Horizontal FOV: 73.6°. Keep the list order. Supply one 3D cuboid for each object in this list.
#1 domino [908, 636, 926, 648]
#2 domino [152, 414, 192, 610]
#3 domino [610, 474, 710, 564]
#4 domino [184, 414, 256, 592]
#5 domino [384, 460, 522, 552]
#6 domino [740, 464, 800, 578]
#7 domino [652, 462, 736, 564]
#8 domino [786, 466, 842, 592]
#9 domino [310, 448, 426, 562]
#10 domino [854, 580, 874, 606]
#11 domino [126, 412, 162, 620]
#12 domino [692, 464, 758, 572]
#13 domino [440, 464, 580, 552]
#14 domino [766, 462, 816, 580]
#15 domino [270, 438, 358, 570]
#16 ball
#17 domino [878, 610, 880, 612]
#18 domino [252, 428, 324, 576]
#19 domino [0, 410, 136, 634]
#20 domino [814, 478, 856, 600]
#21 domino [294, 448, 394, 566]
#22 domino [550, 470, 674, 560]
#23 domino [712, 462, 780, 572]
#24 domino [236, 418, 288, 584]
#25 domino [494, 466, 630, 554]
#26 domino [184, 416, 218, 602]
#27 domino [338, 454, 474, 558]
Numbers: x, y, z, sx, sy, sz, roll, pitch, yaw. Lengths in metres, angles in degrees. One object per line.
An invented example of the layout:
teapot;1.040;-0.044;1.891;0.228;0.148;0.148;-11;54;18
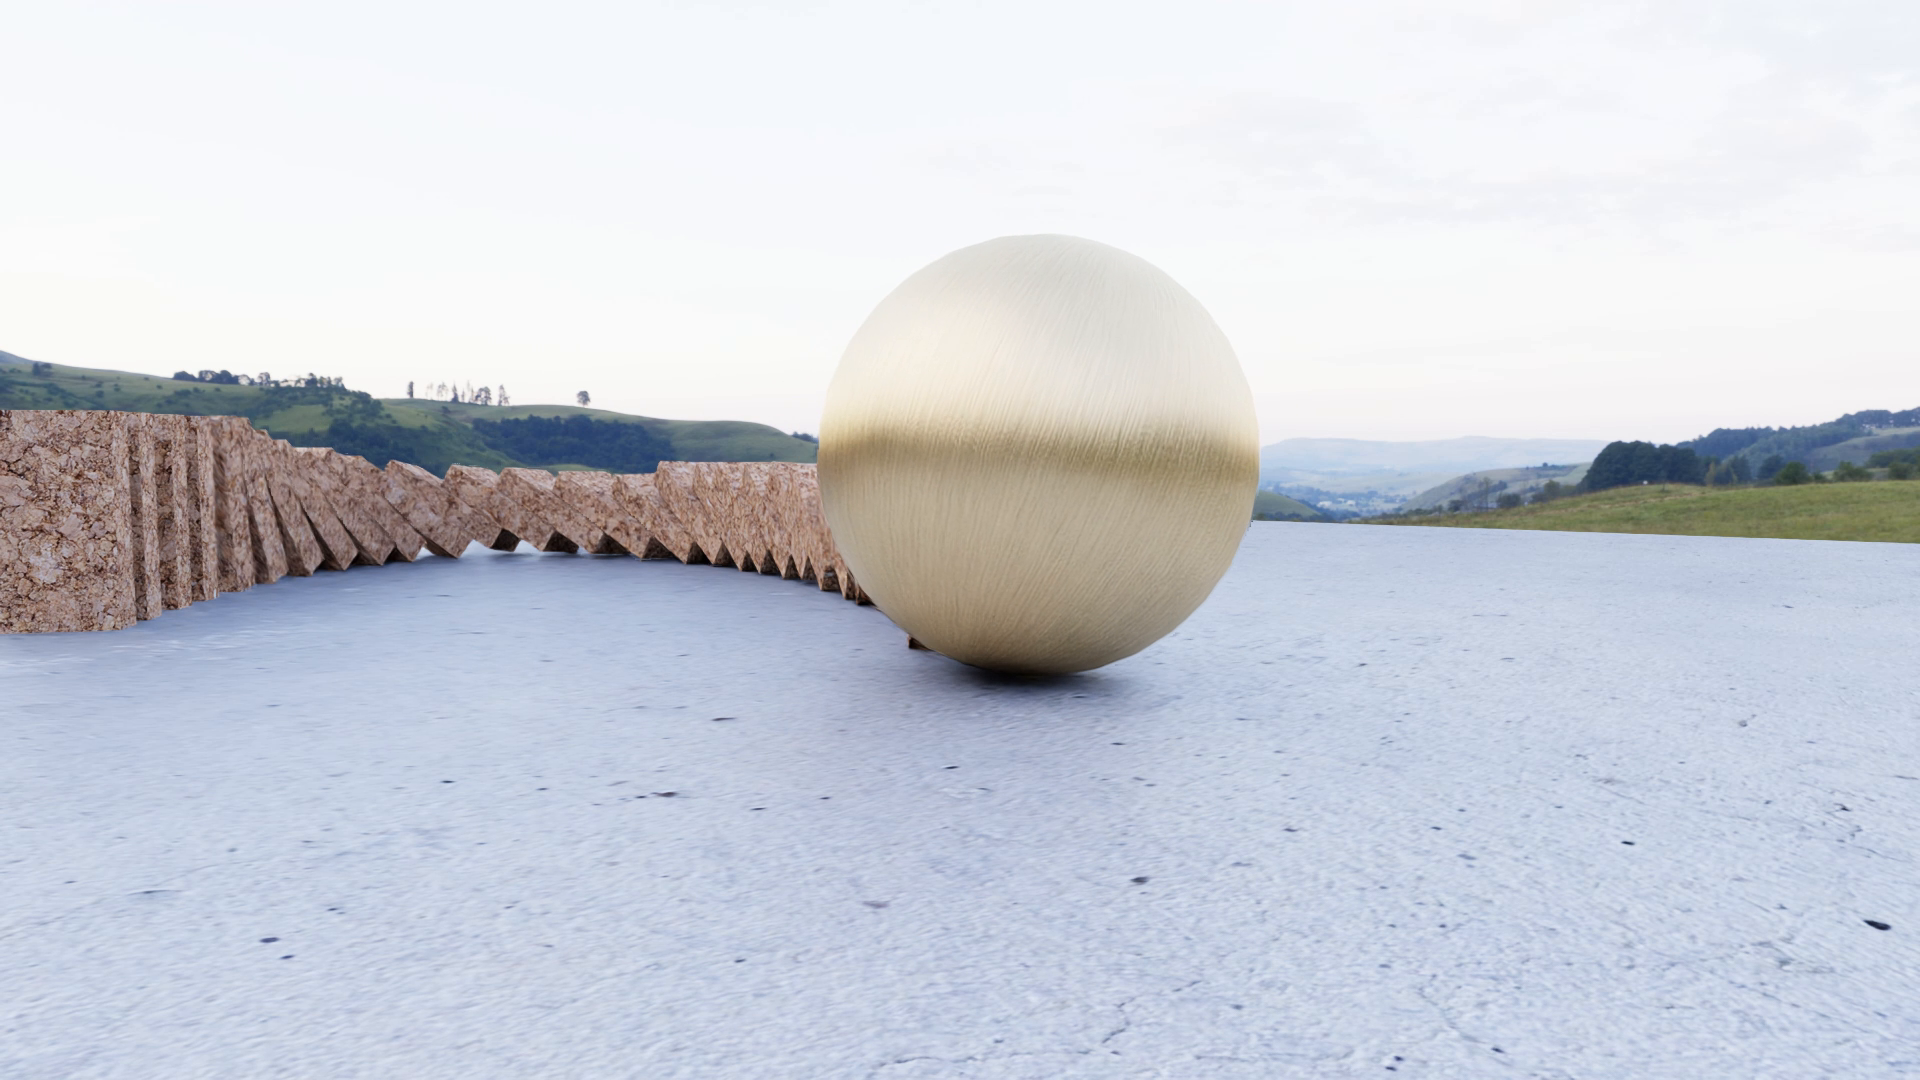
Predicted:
domino;0.000;-0.001;0.279;0.025;0.050;0.009;-1;-35;-8
domino;-0.214;-0.007;0.330;0.025;0.050;0.009;-1;4;-12
domino;-0.105;-0.009;0.475;0.050;0.010;0.025;36;25;32
domino;-0.220;-0.010;0.368;0.025;0.050;0.009;0;12;-2
domino;-0.195;-0.013;0.494;0.050;0.010;0.025;31;-2;2
domino;-0.053;-0.007;0.422;0.025;0.009;0.050;-1;38;-29
domino;-0.088;-0.010;0.464;0.025;0.009;0.050;-1;37;-43
domino;-0.035;-0.004;0.390;0.025;0.009;0.050;-1;38;-21
domino;-0.215;-0.012;0.452;0.025;0.010;0.050;2;-38;29
domino;-0.017;-0.005;0.352;0.025;0.050;0.009;-1;-38;-11
domino;-0.209;-0.006;0.309;0.025;0.050;0.009;-1;4;-14
domino;-0.073;-0.009;0.450;0.025;0.009;0.050;-3;39;-34
domino;-0.172;-0.012;0.495;0.050;0.010;0.025;31;6;11
domino;-0.043;-0.006;0.408;0.025;0.009;0.050;2;36;-25
domino;-0.221;-0.011;0.418;0.025;0.050;0.009;1;45;11
ball;0.014;-0.015;0.235;0.080;0.080;0.080;0;4;0
domino;-0.011;-0.005;0.339;0.025;0.050;0.009;-1;-35;-11
domino;-0.222;-0.011;0.401;0.025;0.050;0.010;0;38;6
domino;-0.205;-0.004;0.293;0.025;0.050;0.009;-1;4;-14
domino;-0.025;-0.002;0.370;0.025;0.009;0.050;-1;35;-17
domino;-0.219;-0.011;0.437;0.025;0.010;0.050;2;-39;19
domino;-0.127;-0.010;0.484;0.050;0.009;0.025;32;16;23
domino;-0.064;-0.009;0.436;0.025;0.010;0.050;-2;38;-32
domino;-0.221;-0.011;0.384;0.025;0.050;0.010;0;25;2
domino;-0.150;-0.011;0.491;0.050;0.010;0.025;31;9;15
domino;-0.218;-0.009;0.348;0.025;0.050;0.009;-1;4;-9
domino;-0.206;-0.012;0.472;0.025;0.010;0.050;5;-32;49
